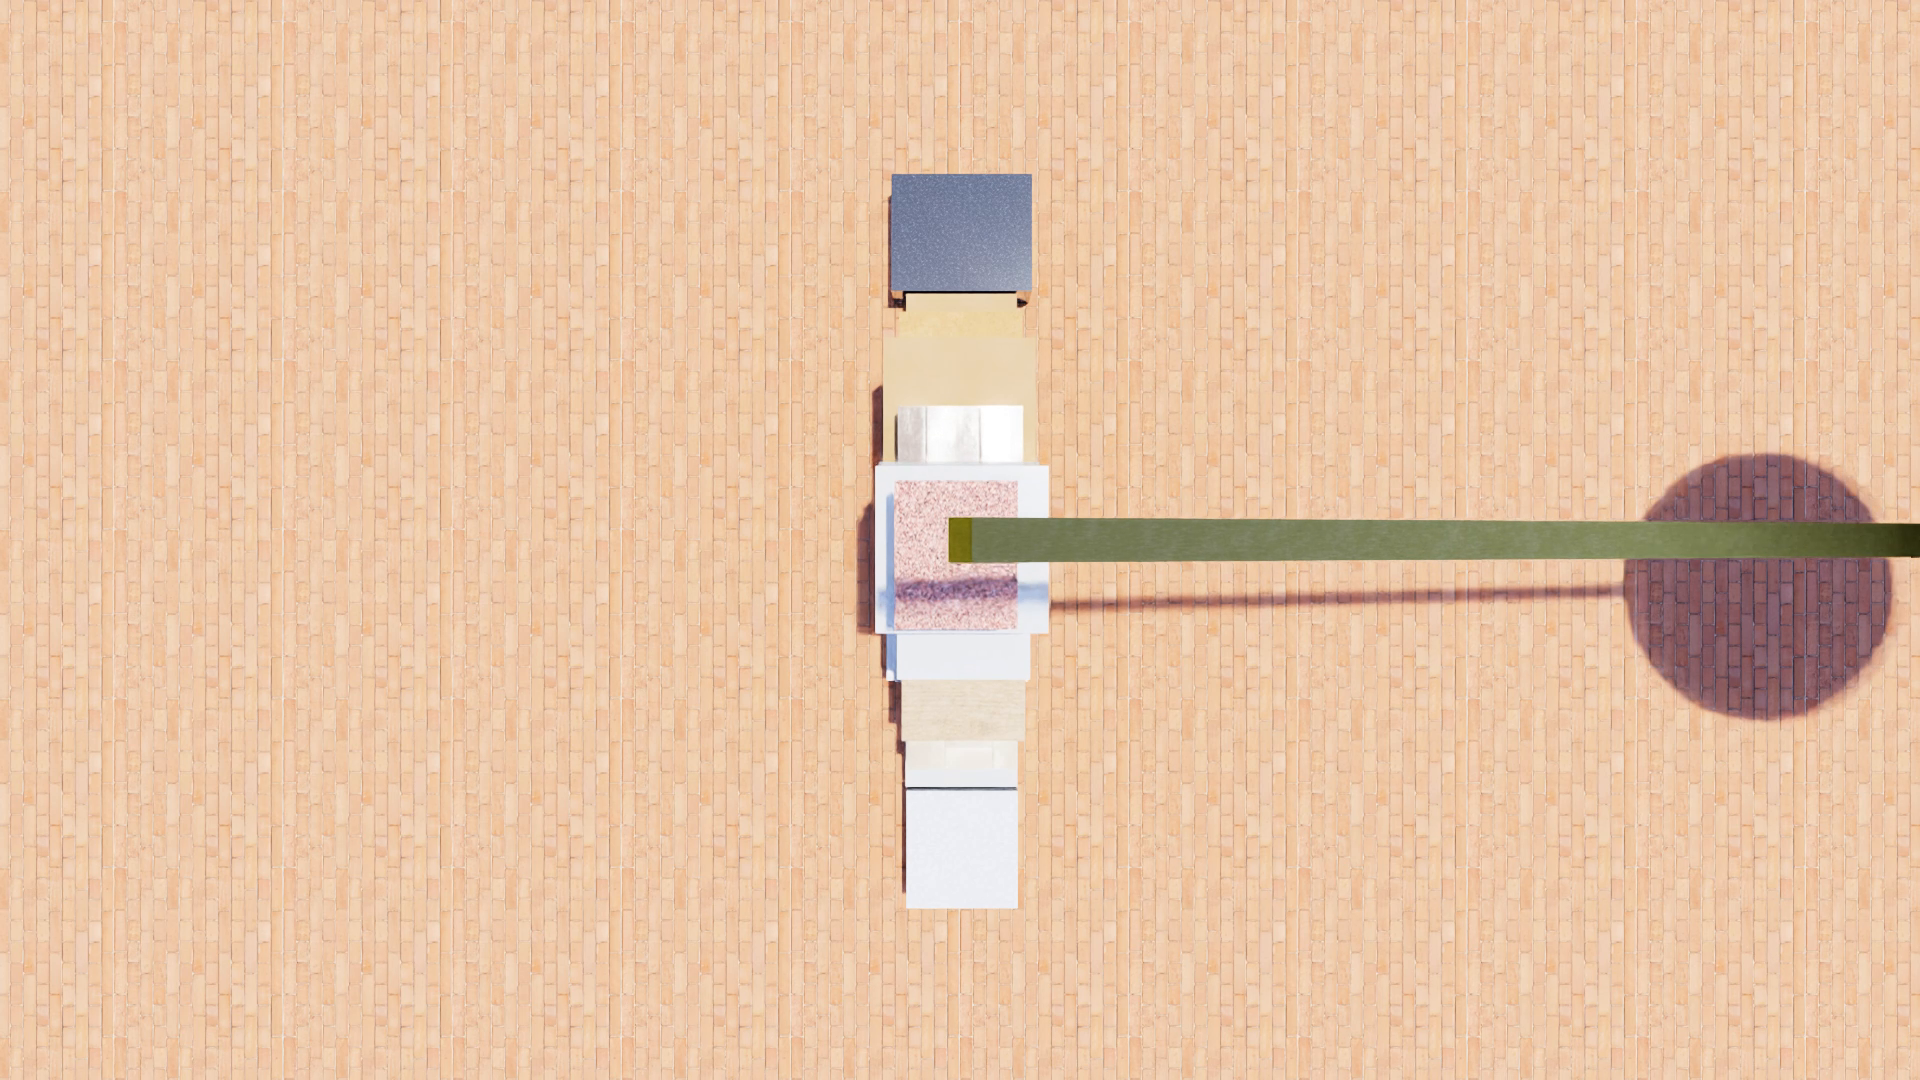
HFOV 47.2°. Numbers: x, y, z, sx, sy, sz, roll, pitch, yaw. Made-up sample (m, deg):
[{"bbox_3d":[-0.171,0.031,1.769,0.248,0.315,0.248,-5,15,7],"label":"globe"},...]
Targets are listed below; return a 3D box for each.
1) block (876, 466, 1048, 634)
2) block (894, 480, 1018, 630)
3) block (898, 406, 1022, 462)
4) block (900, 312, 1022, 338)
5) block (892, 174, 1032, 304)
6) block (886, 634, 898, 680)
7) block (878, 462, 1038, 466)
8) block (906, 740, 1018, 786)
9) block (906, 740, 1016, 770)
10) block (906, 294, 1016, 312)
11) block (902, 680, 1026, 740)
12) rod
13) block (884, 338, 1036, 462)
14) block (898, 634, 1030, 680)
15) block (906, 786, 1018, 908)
[{"bbox_3d":[0.008,0.034,9.144,0.689,0.756,0.666,0,91,0],"label":"block"},{"bbox_3d":[-0.014,0.049,8.054,0.438,0.536,0.527,0,91,0],"label":"block"},{"bbox_3d":[0.001,-0.334,10.412,0.577,0.482,0.575,0,91,0],"label":"block"},{"bbox_3d":[0.005,-0.877,11.886,0.646,0.713,0.641,0,90,0],"label":"block"},{"bbox_3d":[0.010,-1.729,12.677,0.791,0.645,0.658,0,90,0],"label":"block"},{"bbox_3d":[-0.014,0.411,12.593,0.785,0.815,0.736,0,90,0],"label":"block"},{"bbox_3d":[-0.006,0.024,9.848,0.694,0.654,0.729,0,91,0],"label":"block"},{"bbox_3d":[0.008,1.090,12.703,0.630,0.594,0.603,0,90,0],"label":"block"},{"bbox_3d":[0.008,0.896,11.844,0.576,0.684,0.606,0,90,0],"label":"block"},{"bbox_3d":[0.008,-1.085,12.704,0.624,0.592,0.610,0,90,0],"label":"block"},{"bbox_3d":[0.018,0.679,11.200,0.613,0.601,0.629,0,90,0],"label":"block"},{"bbox_3d":[2.212,0.000,5.233,5.200,0.080,0.080,0,90,-32],"label":"rod"},{"bbox_3d":[-0.002,-0.589,11.089,0.737,0.880,0.790,0,91,0],"label":"block"},{"bbox_3d":[0.017,0.299,10.547,0.617,0.702,0.690,0,90,0],"label":"block"},{"bbox_3d":[0.012,1.730,12.643,0.621,0.714,0.656,0,90,0],"label":"block"}]
